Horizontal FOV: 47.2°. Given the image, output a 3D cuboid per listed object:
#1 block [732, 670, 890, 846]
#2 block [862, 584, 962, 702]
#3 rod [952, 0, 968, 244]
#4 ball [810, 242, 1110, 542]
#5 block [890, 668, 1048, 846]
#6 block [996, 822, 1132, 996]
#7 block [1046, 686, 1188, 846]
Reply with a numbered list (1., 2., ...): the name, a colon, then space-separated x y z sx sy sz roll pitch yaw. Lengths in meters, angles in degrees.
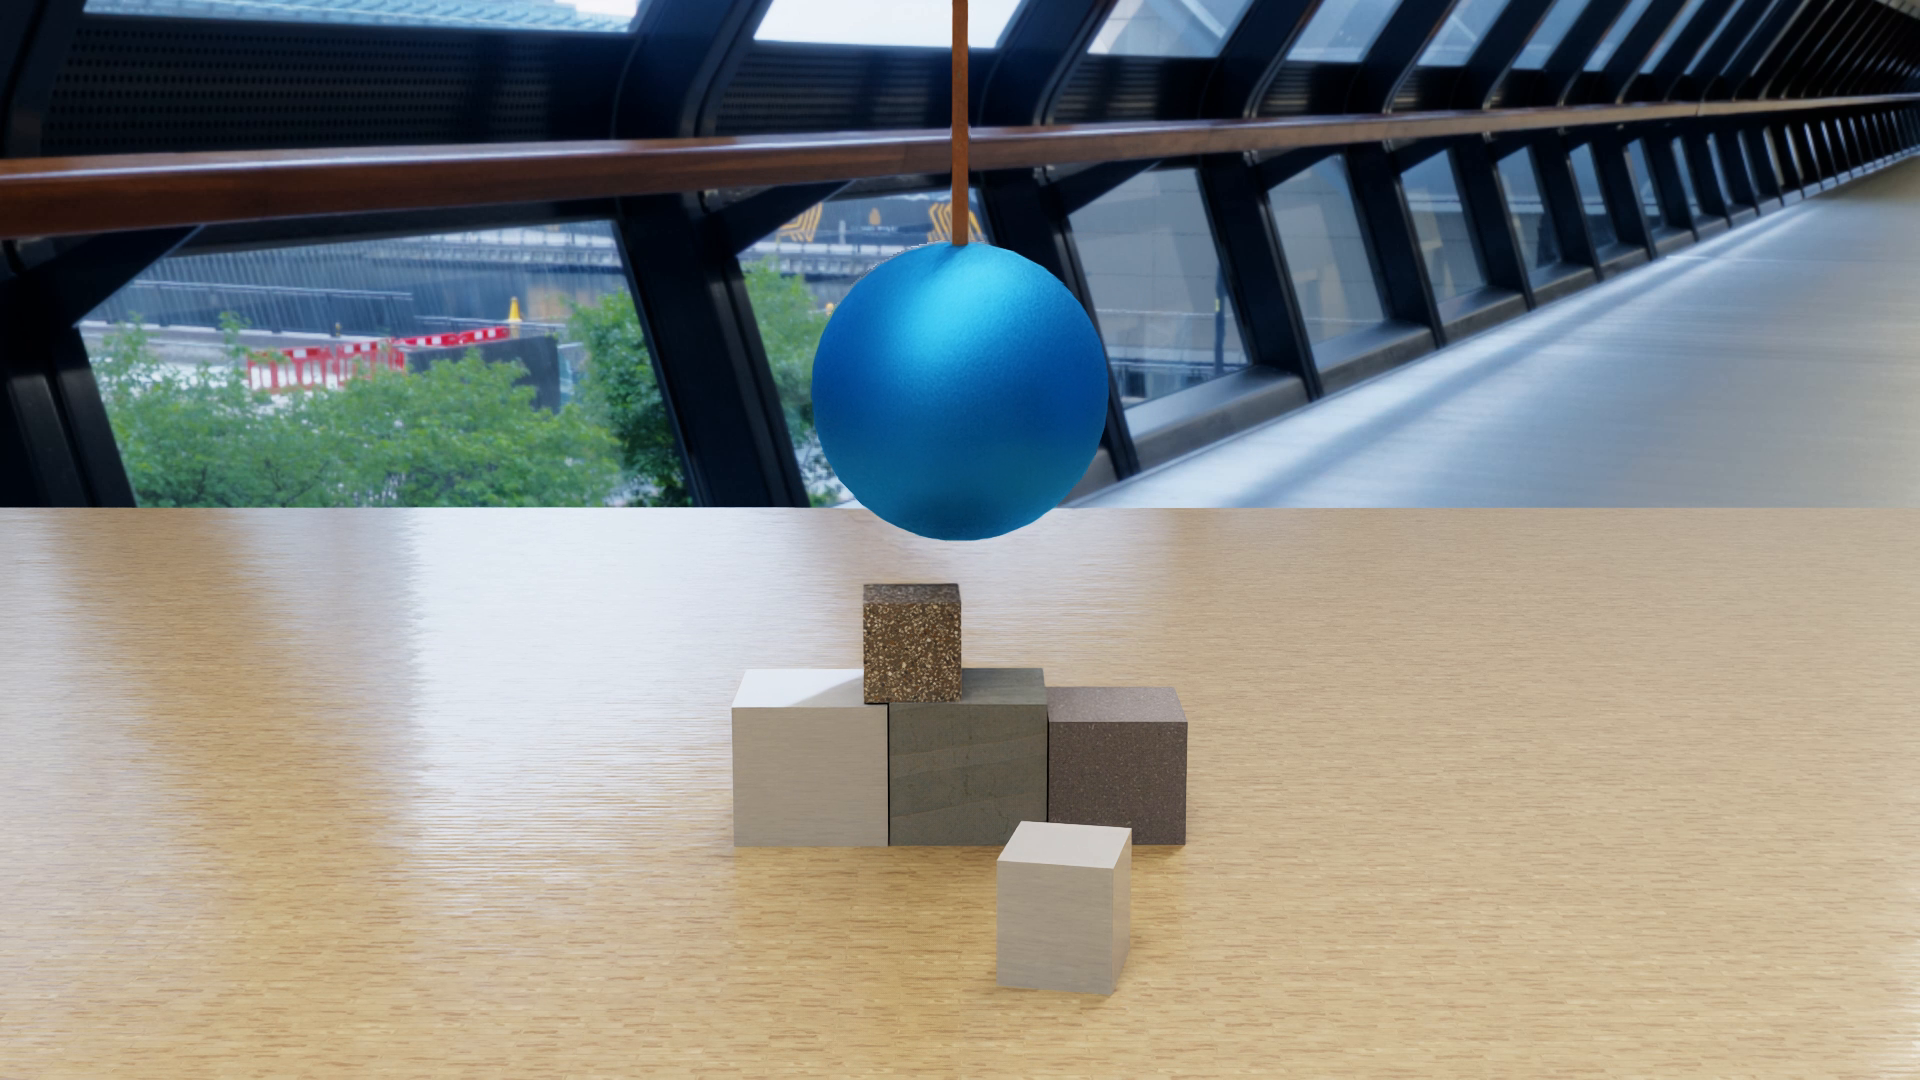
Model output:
1. block: -0.750 1.117 11.400 0.775 0.724 0.797 0 10 0
2. block: -0.246 0.519 11.181 0.487 0.507 0.482 0 10 -2
3. rod: 0.000 -4.038 10.773 0.080 5.200 0.080 0 17 0
4. ball: 0.000 -0.794 11.790 1.600 1.600 1.600 0 10 0
5. block: 0.044 1.112 11.394 0.788 0.736 0.765 0 10 0
6. block: 0.451 1.565 9.416 0.490 0.551 0.551 2 11 12
7. block: 0.792 1.160 11.391 0.692 0.642 0.712 0 10 0
